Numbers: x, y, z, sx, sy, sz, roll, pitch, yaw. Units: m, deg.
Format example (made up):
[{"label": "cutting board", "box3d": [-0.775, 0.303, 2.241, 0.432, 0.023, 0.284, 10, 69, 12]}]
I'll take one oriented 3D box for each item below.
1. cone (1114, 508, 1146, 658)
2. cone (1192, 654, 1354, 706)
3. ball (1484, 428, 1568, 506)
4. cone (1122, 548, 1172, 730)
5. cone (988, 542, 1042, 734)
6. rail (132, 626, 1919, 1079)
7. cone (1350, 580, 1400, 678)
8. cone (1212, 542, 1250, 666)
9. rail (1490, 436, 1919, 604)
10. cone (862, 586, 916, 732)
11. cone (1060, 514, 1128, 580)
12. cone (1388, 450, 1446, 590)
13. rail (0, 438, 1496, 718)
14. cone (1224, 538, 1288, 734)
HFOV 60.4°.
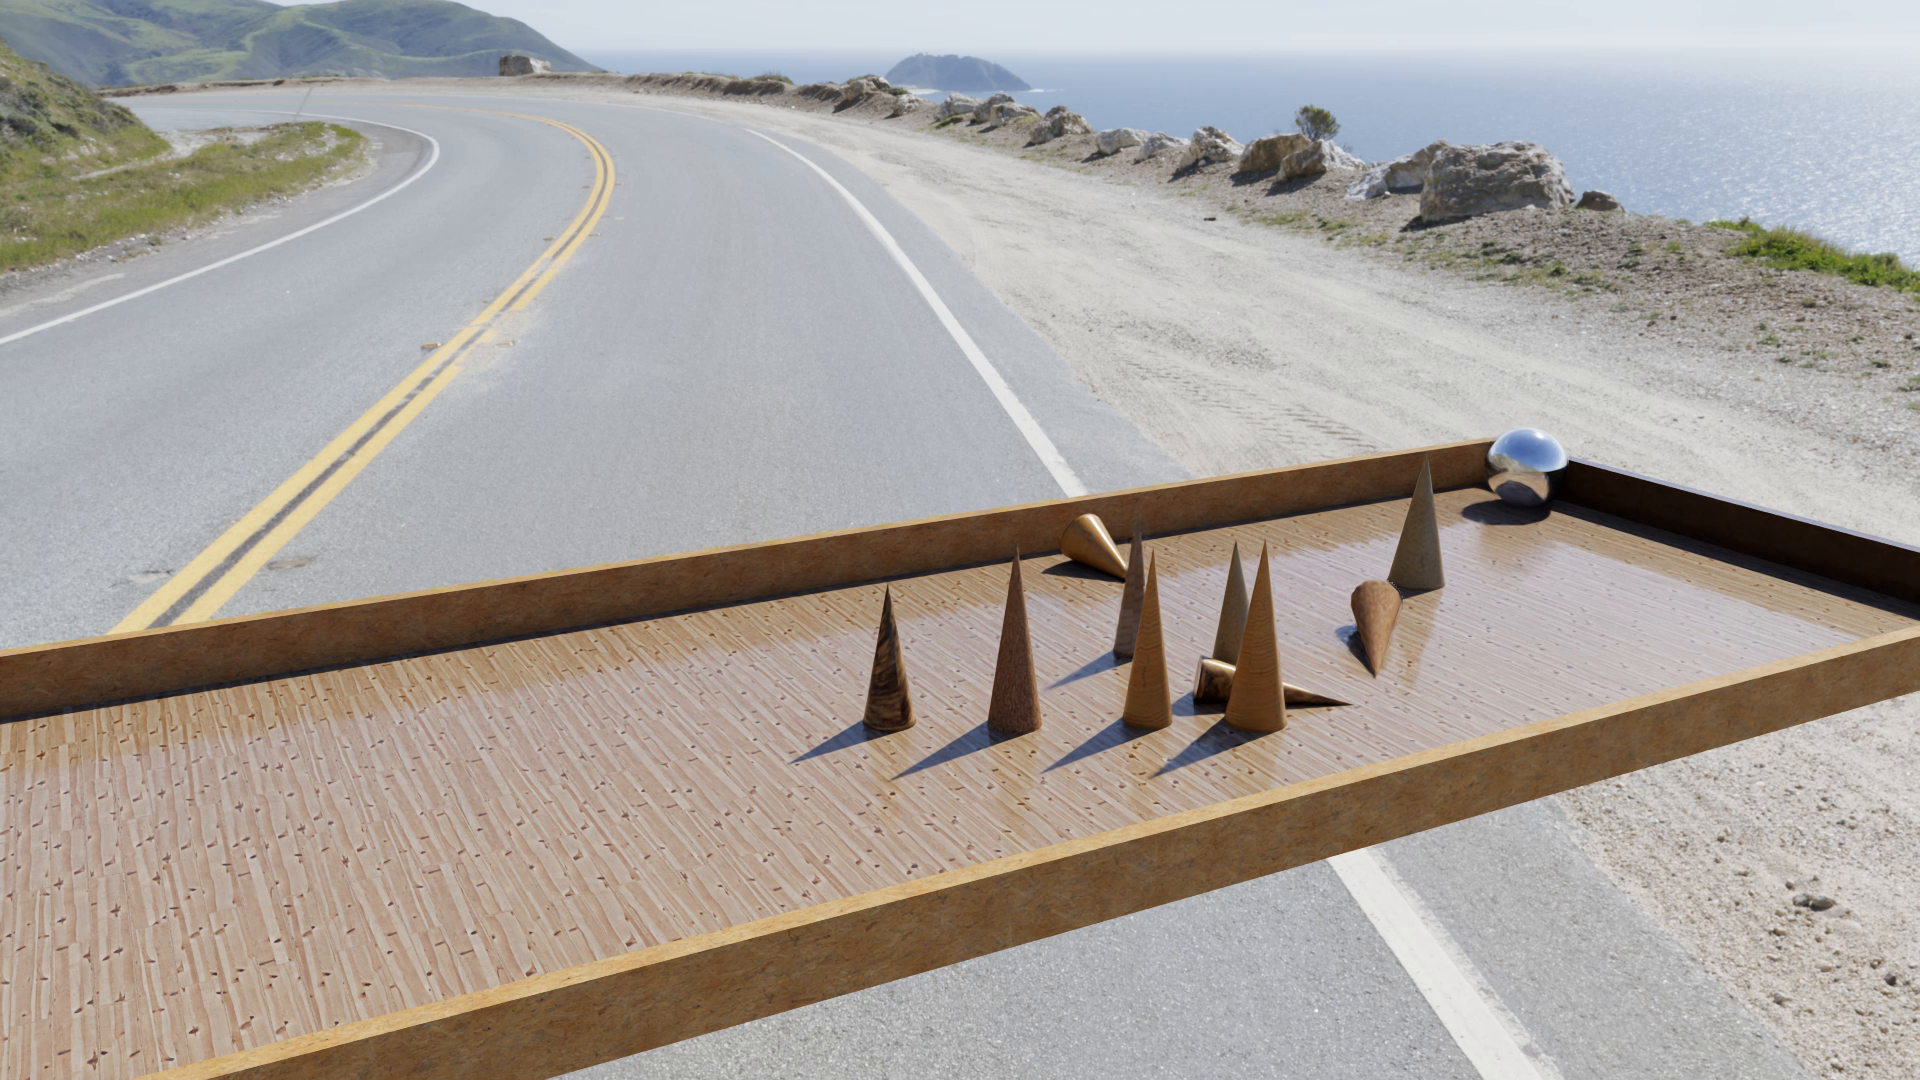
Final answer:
[{"label": "cone", "box3d": [0.457, 0.102, 4.294, 0.101, 0.401, 0.101, 1, 17, 0]}, {"label": "cone", "box3d": [0.768, 0.367, 4.005, 0.386, 0.113, 0.113, 10, 17, 3]}, {"label": "ball", "box3d": [1.967, -0.254, 5.732, 0.274, 0.274, 0.274, 0, 16, 0]}, {"label": "cone", "box3d": [0.443, 0.220, 3.843, 0.119, 0.430, 0.119, 0, 16, 0]}, {"label": "cone", "box3d": [0.129, 0.215, 3.820, 0.129, 0.454, 0.129, 0, 16, 0]}, {"label": "rail", "box3d": [-2.336, 1.006, 1.665, 12.000, 0.150, 0.050, -9, 18, -27]}, {"label": "cone", "box3d": [1.095, 0.261, 4.346, 0.135, 0.135, 0.433, 4, 26, 12]}, {"label": "cone", "box3d": [0.684, 0.174, 4.084, 0.145, 0.371, 0.145, -2, 12, 0]}, {"label": "rail", "box3d": [2.466, -0.048, 5.253, 0.050, 0.150, 2.100, -9, 18, -27]}, {"label": "cone", "box3d": [-0.167, 0.263, 3.845, 0.127, 0.346, 0.127, 0, 16, 0]}, {"label": "cone", "box3d": [0.455, 0.062, 5.007, 0.160, 0.160, 0.304, -10, 34, -30]}, {"label": "cone", "box3d": [1.363, -0.068, 4.870, 0.169, 0.404, 0.169, 0, 16, 0]}, {"label": "rail", "box3d": [-3.305, 0.497, 3.399, 12.000, 0.150, 0.050, -9, 18, -27]}, {"label": "cone", "box3d": [0.699, 0.210, 3.834, 0.148, 0.455, 0.148, 0, 16, 0]}]
